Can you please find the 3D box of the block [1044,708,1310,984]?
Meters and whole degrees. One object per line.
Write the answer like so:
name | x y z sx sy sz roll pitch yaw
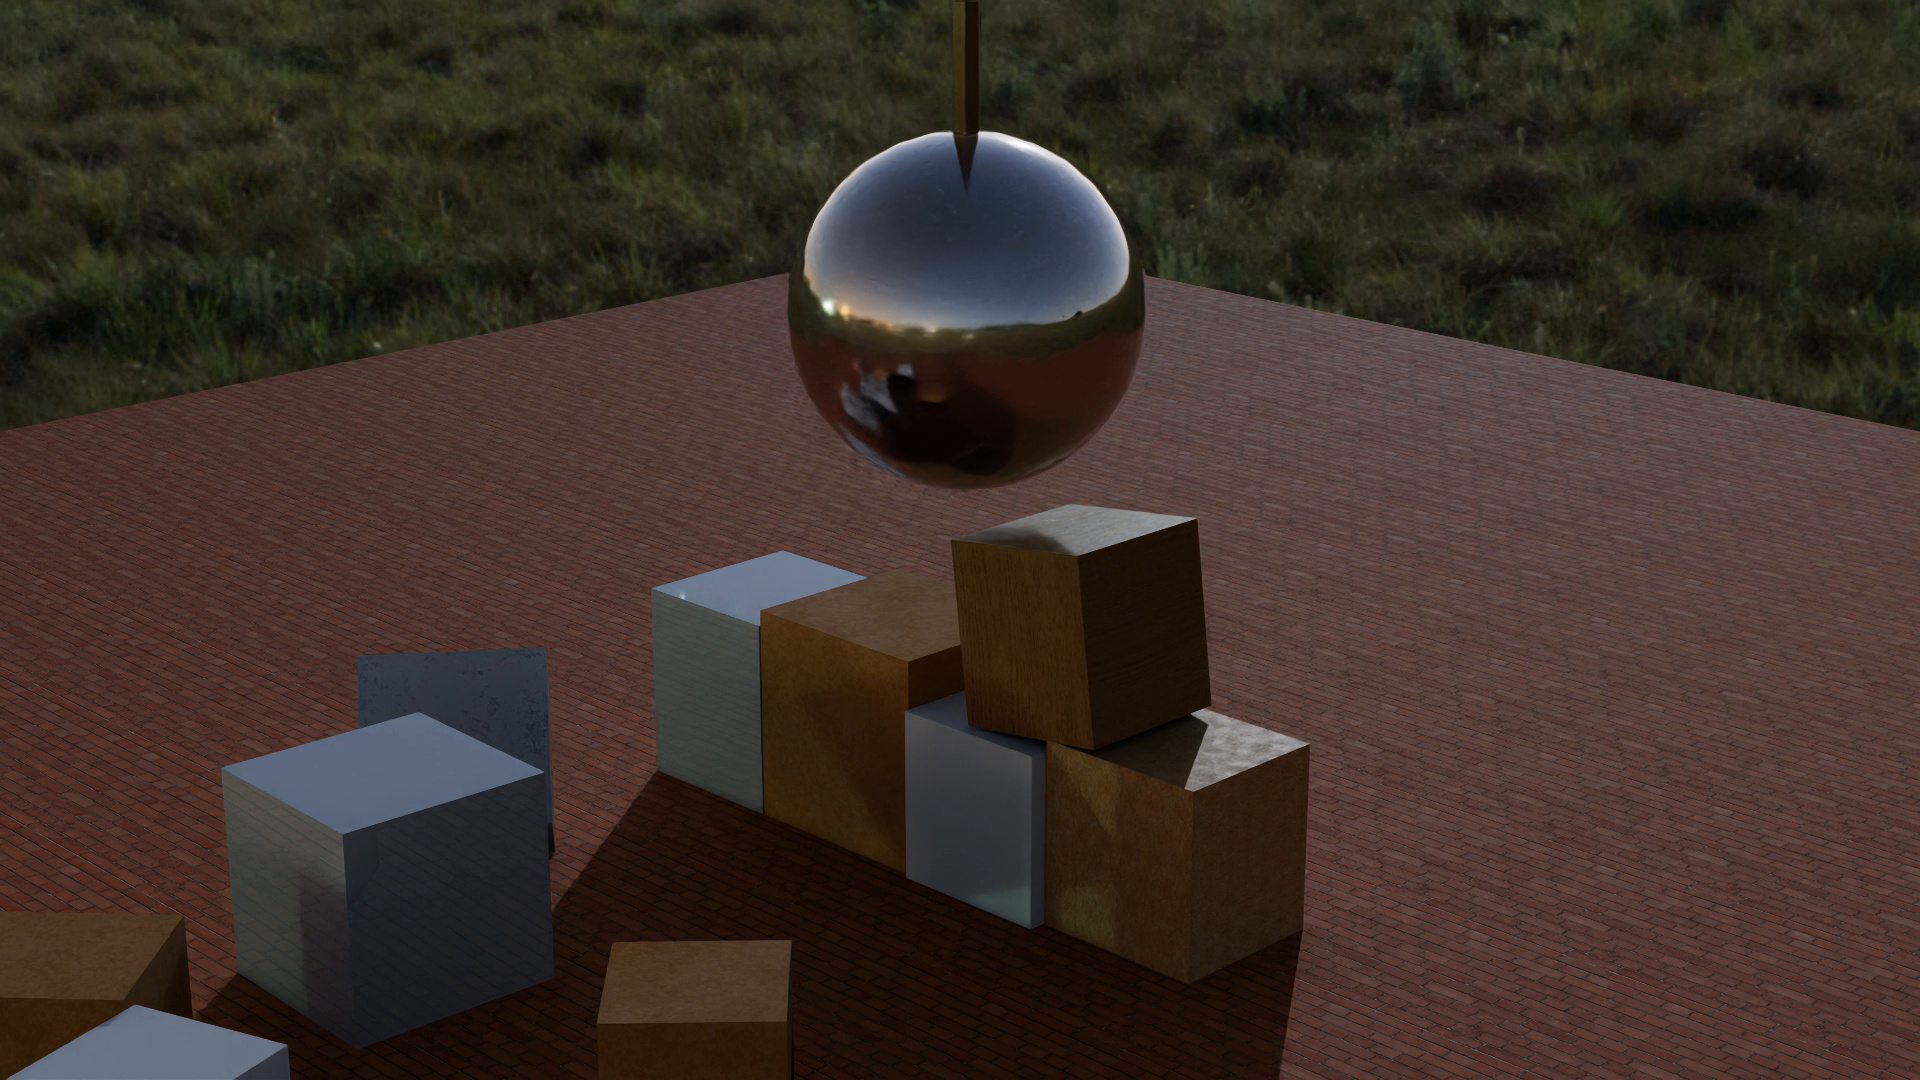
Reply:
block | 0.942 1.288 12.788 0.769 0.875 0.835 -17 24 -42

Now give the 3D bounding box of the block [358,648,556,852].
block | -2.300 0.989 13.446 0.840 0.810 0.677 -2 -17 -7

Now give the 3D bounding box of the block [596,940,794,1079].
block | -0.977 1.958 10.994 0.684 0.672 0.682 0 17 -2

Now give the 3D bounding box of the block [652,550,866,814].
block | -0.928 0.688 14.556 0.865 0.960 0.799 -17 24 -42

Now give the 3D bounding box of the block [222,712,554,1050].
block | -2.398 1.402 12.319 0.964 0.938 0.955 -15 23 -40

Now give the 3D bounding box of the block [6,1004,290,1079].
block | -2.832 2.175 10.181 0.694 0.745 0.766 9 19 26

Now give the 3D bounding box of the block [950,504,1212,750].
block | 0.536 0.364 12.895 0.761 0.849 0.768 -17 17 -42

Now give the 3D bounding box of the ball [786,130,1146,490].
ball | 0.029 -1.021 13.051 1.600 1.600 1.600 0 17 0

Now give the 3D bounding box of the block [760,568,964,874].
block | -0.266 0.839 13.942 0.907 1.040 1.007 -17 24 -42

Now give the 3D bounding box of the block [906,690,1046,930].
block | 0.352 1.145 13.344 0.907 0.815 0.788 -17 24 -42

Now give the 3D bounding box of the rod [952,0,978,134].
rod | 0.012 -4.259 12.016 0.080 5.200 0.080 17 24 42

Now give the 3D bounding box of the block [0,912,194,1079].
block | -3.390 1.906 10.968 0.830 0.786 0.722 1 17 3
